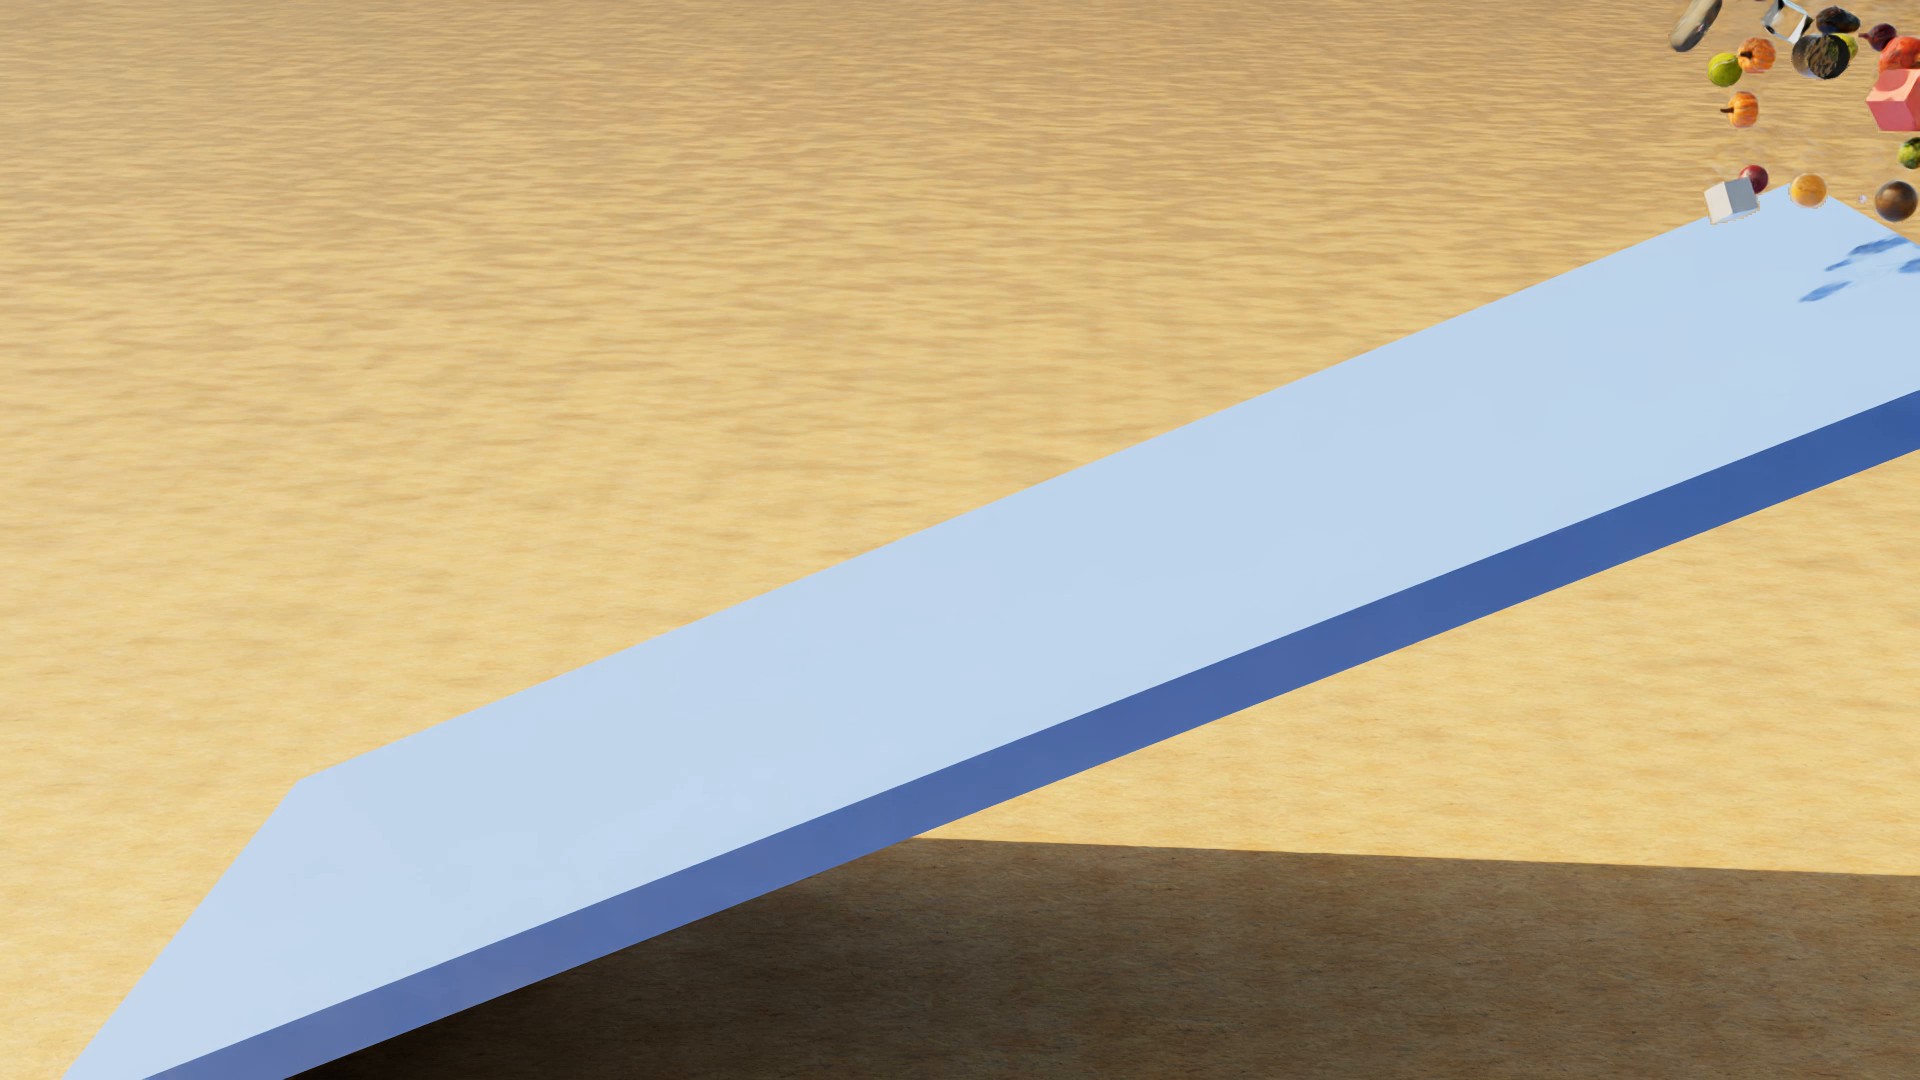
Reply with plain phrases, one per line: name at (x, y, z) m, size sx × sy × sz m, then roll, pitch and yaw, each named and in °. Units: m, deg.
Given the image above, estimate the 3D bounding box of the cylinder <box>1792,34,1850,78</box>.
cylinder at (1.641, -0.923, 5.610) m, size 0.083 × 0.083 × 0.083 m, roll -1°, pitch 11°, yaw -5°

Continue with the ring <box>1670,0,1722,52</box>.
ring at (1.459, -1.029, 5.829) m, size 0.046 × 0.139 × 0.139 m, roll 33°, pitch 17°, yaw -1°

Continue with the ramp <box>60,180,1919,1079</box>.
ramp at (0.128, 0.172, 6.287) m, size 4.000 × 0.100 × 2.000 m, roll -22°, pitch 12°, yaw 8°

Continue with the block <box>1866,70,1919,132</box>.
block at (1.874, -0.875, 5.853) m, size 0.086 × 0.086 × 0.086 m, roll 9°, pitch 59°, yaw 48°

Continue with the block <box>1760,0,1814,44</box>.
block at (1.628, -1.022, 5.789) m, size 0.061 × 0.061 × 0.061 m, roll 20°, pitch 27°, yaw -23°

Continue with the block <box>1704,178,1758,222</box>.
block at (1.556, -0.686, 5.934) m, size 0.066 × 0.066 × 0.066 m, roll -13°, pitch -6°, yaw -23°

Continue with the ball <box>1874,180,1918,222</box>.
ball at (1.897, -0.686, 5.961) m, size 0.086 × 0.086 × 0.086 m, roll 0°, pitch 14°, yaw 0°
